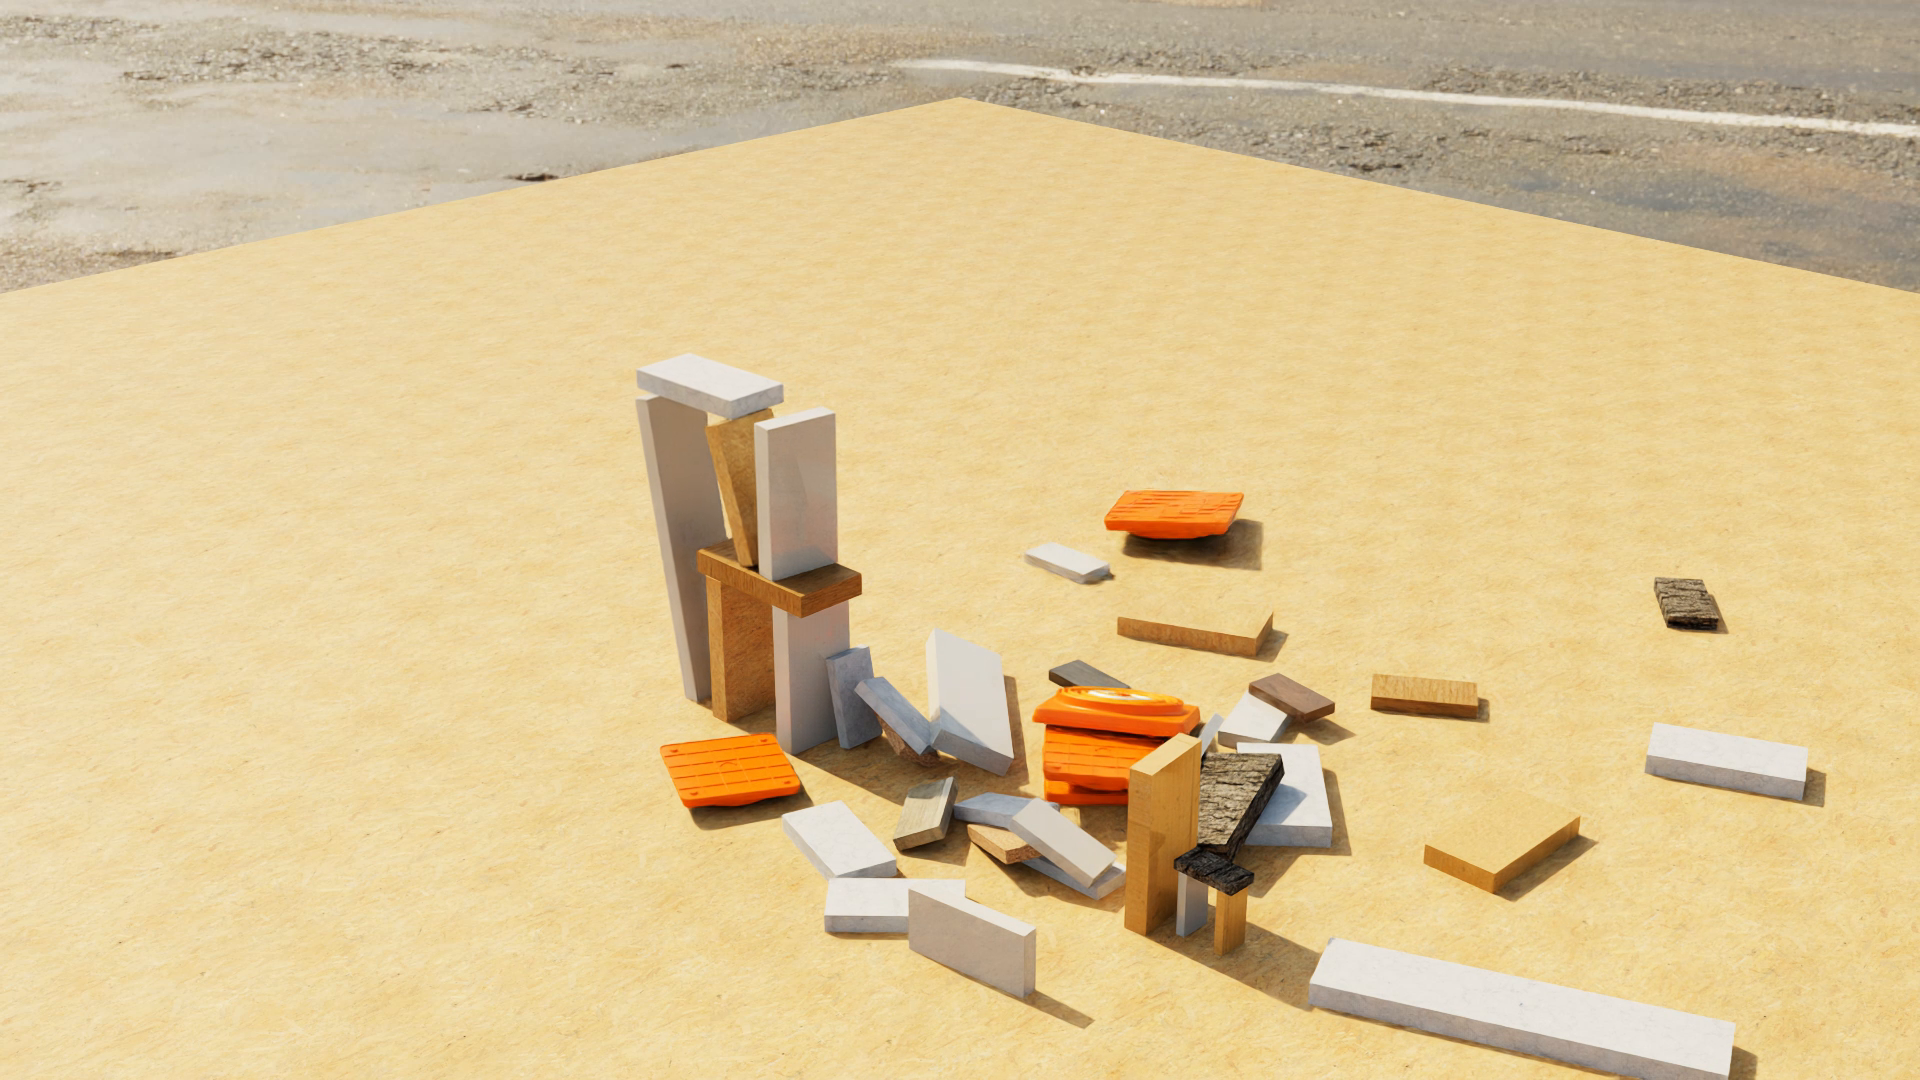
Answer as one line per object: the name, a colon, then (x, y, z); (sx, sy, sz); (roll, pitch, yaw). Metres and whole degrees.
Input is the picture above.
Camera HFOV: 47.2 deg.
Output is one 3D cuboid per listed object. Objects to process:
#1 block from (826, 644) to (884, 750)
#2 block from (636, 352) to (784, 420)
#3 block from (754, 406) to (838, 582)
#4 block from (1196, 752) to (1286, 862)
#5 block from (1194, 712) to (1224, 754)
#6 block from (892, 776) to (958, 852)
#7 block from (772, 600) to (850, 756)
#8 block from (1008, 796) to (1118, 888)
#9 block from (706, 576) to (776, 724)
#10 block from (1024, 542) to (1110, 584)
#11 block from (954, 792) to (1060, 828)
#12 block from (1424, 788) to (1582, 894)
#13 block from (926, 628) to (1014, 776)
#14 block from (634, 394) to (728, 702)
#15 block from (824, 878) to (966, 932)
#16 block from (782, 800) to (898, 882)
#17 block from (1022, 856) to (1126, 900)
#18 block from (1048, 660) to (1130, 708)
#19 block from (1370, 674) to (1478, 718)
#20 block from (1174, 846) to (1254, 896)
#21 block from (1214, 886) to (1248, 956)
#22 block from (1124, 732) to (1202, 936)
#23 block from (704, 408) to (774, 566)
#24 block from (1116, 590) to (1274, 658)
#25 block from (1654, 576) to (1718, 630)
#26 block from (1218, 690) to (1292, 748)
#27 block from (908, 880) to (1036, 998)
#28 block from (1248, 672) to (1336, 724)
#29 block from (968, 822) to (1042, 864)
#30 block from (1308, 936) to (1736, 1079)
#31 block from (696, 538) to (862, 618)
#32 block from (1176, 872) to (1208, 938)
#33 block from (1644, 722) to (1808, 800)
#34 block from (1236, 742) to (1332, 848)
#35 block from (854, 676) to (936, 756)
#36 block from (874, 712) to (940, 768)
block: (-0.226, 0.336, 4.711); (0.100, 0.201, 0.028); (-21, 19, -40)
block: (-0.538, -0.332, 4.729); (0.304, 0.043, 0.152); (20, 30, 38)
block: (-0.338, -0.095, 4.564); (0.168, 0.337, 0.048); (-17, 29, -35)
block: (0.509, 0.529, 4.364); (0.168, 0.048, 0.337); (-2, 25, 29)
block: (0.471, 0.459, 4.541); (0.025, 0.090, 0.341); (38, 28, 5)
block: (-0.067, 0.546, 4.392); (0.100, 0.028, 0.201); (-18, 19, 16)
block: (-0.313, 0.274, 4.682); (0.169, 0.338, 0.048); (-21, 30, -40)
block: (0.196, 0.577, 4.201); (0.194, 0.028, 0.097); (35, 35, 17)
block: (-0.468, 0.216, 4.819); (0.048, 0.338, 0.169); (21, 31, 41)
block: (0.271, 0.058, 5.588); (0.201, 0.028, 0.100); (21, 31, 40)
block: (0.092, 0.539, 4.376); (0.100, 0.028, 0.201); (-14, 11, -42)
block: (1.066, 0.587, 4.320); (0.156, 0.044, 0.312); (21, 31, 41)
block: (0.017, 0.346, 4.796); (0.168, 0.048, 0.494); (23, 20, -12)
block: (-0.589, 0.006, 4.867); (0.152, 0.691, 0.043); (-21, 21, -41)
block: (-0.120, 0.682, 4.106); (0.257, 0.036, 0.129); (1, 23, 1)
block: (-0.238, 0.597, 4.308); (0.129, 0.036, 0.257); (-12, 26, -25)
block: (0.224, 0.628, 4.245); (0.194, 0.028, 0.097); (21, 31, 40)
block: (0.292, 0.323, 4.966); (0.090, 0.025, 0.179); (-17, 28, -35)
block: (1.034, 0.347, 4.900); (0.230, 0.033, 0.115); (5, 23, 11)
block: (0.460, 0.599, 3.983); (0.133, 0.019, 0.067); (21, 31, 41)
block: (0.491, 0.682, 3.984); (0.019, 0.133, 0.067); (21, 31, 41)
block: (0.374, 0.542, 4.052); (0.048, 0.337, 0.168); (17, 28, 34)
block: (-0.431, -0.113, 4.650); (0.152, 0.304, 0.043); (-22, 13, -42)
block: (0.561, 0.196, 5.238); (0.337, 0.048, 0.168); (9, 24, 20)
block: (1.766, 0.154, 5.356); (0.115, 0.033, 0.230); (3, 23, 8)
block: (0.653, 0.391, 4.797); (0.115, 0.033, 0.230); (10, 25, 22)
block: (0.020, 0.710, 3.922); (0.257, 0.129, 0.036); (17, 28, 34)
block: (0.728, 0.346, 4.828); (0.090, 0.025, 0.179); (-16, 28, -32)
block: (0.096, 0.584, 4.290); (0.097, 0.028, 0.194); (-10, 11, -21)
block: (0.961, 0.815, 3.784); (0.697, 0.044, 0.156); (9, 25, 20)
block: (-0.385, 0.069, 4.671); (0.338, 0.048, 0.169); (21, 31, 41)
block: (0.428, 0.657, 4.041); (0.019, 0.133, 0.067); (21, 31, 41)
block: (1.608, 0.462, 4.614); (0.312, 0.044, 0.156); (9, 25, 20)
block: (0.657, 0.516, 4.483); (0.168, 0.048, 0.337); (1, 23, 3)
block: (-0.124, 0.369, 4.635); (0.201, 0.028, 0.100); (43, 18, 17)
block: (-0.122, 0.397, 4.665); (0.100, 0.028, 0.201); (24, 22, -38)
